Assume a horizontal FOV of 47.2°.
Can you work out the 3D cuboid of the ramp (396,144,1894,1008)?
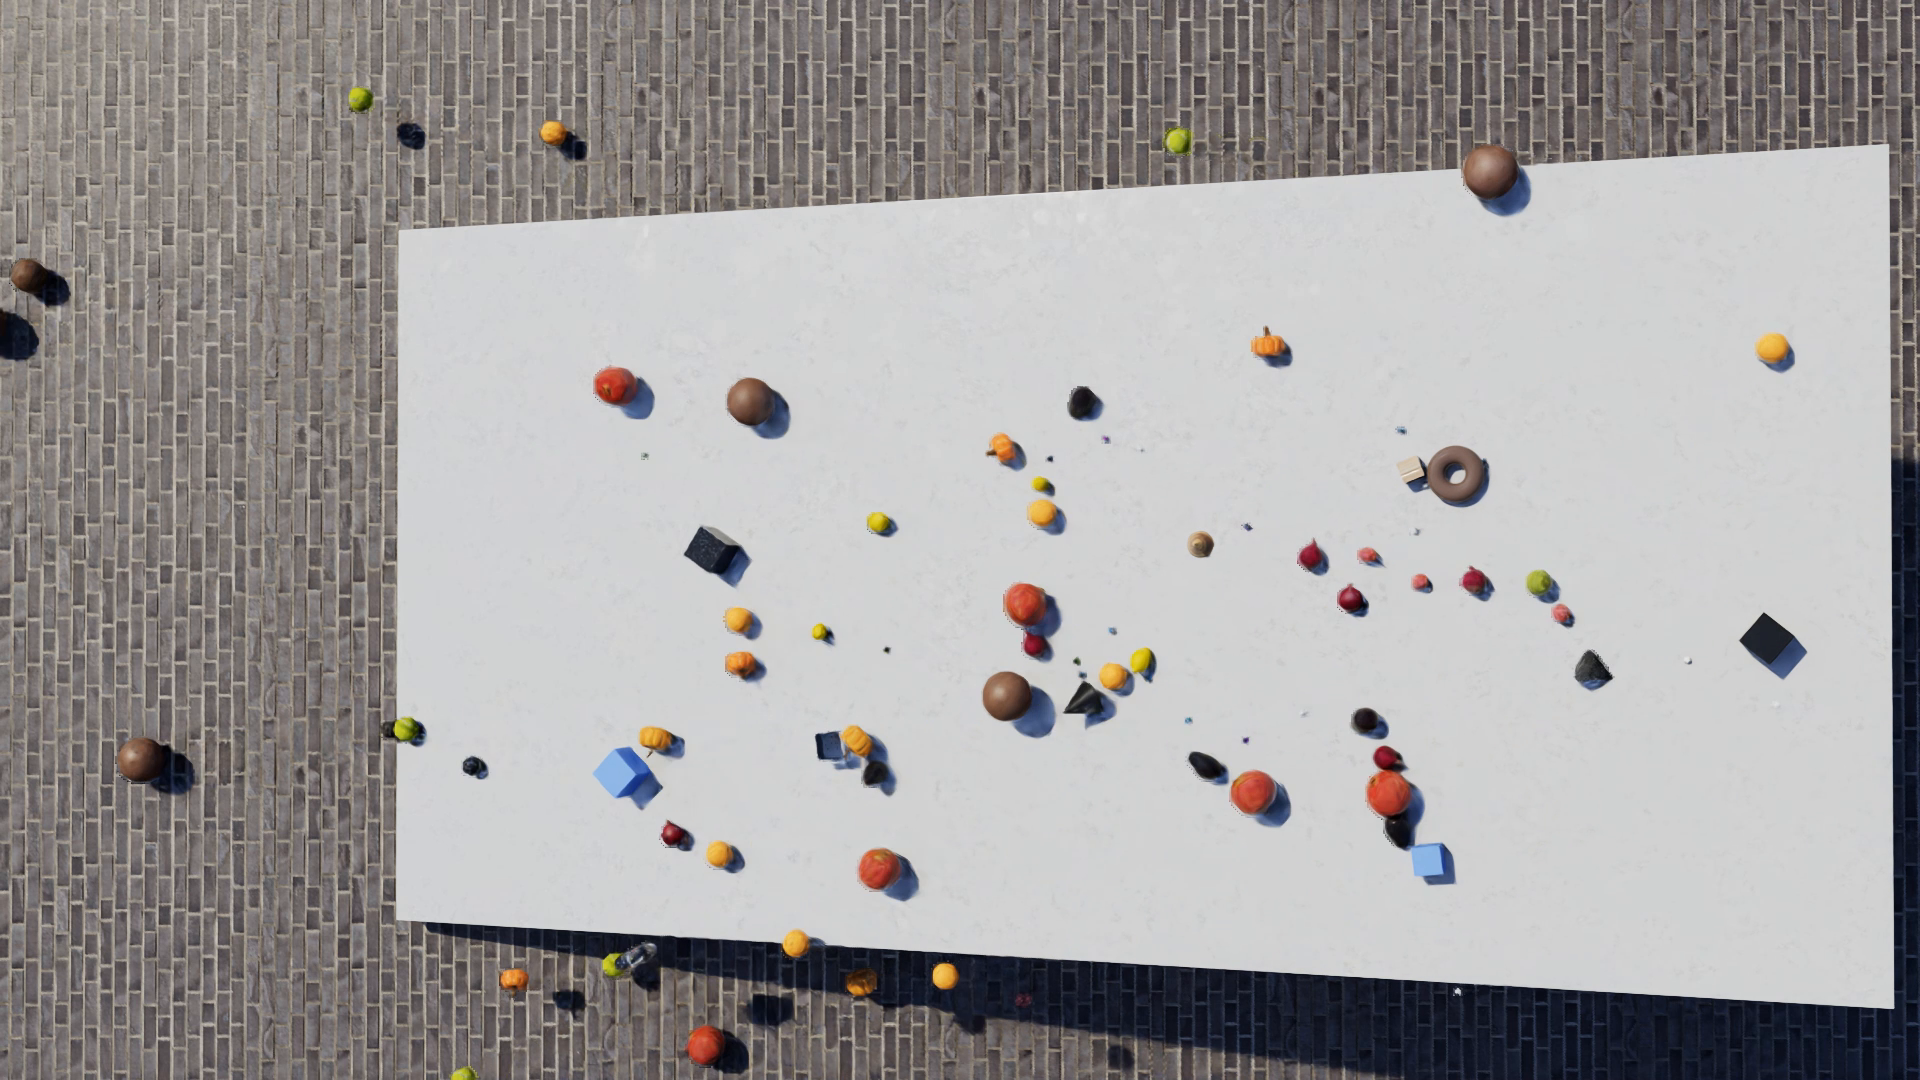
[{"bbox_3d":[0.278,0.091,5.779,4.000,0.100,2.000,0,89,19],"label":"ramp"}]

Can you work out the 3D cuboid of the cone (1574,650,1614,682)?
[{"bbox_3d":[1.534,0.318,5.276,0.082,0.082,0.082,23,89,-9],"label":"cone"}]

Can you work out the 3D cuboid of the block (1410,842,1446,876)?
[{"bbox_3d":[1.147,0.782,5.384,0.069,0.069,0.069,-9,86,19],"label":"block"}]

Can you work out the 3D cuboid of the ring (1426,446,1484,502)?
[{"bbox_3d":[1.214,-0.162,5.387,0.141,0.047,0.141,0,91,19],"label":"ring"}]

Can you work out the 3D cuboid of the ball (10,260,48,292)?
[{"bbox_3d":[-2.725,-0.772,6.435,0.097,0.097,0.097,0,89,0],"label":"ball"}]

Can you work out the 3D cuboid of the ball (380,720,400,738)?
[{"bbox_3d":[-1.646,0.547,6.349,0.052,0.052,0.052,0,89,0],"label":"ball"}]

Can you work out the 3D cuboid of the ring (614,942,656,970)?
[{"bbox_3d":[-0.892,1.145,6.045,0.124,0.124,0.041,-27,82,0],"label":"ring"}]

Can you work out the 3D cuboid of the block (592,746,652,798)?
[{"bbox_3d":[-0.934,0.643,6.082,0.096,0.096,0.096,46,103,14],"label":"block"}]

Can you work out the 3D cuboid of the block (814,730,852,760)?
[{"bbox_3d":[-0.338,0.549,5.893,0.071,0.071,0.071,-10,86,18],"label":"block"}]

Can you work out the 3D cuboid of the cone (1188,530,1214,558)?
[{"bbox_3d":[0.603,0.011,5.580,0.070,0.070,0.070,0,89,19],"label":"cone"}]

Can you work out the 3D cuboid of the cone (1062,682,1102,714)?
[{"bbox_3d":[0.300,0.425,5.645,0.093,0.093,0.093,-27,89,-23],"label":"cone"}]

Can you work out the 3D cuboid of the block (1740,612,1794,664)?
[{"bbox_3d":[1.882,0.229,5.132,0.087,0.087,0.087,41,102,15],"label":"block"}]

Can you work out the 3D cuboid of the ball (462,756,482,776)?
[{"bbox_3d":[-1.388,0.642,6.259,0.054,0.054,0.054,0,89,0],"label":"ball"}]

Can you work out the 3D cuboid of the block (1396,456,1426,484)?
[{"bbox_3d":[1.112,-0.173,5.418,0.053,0.053,0.053,-23,82,17],"label":"block"}]

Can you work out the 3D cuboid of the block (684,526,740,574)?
[{"bbox_3d":[-0.677,0.027,6.004,0.093,0.093,0.093,34,100,16],"label":"block"}]
